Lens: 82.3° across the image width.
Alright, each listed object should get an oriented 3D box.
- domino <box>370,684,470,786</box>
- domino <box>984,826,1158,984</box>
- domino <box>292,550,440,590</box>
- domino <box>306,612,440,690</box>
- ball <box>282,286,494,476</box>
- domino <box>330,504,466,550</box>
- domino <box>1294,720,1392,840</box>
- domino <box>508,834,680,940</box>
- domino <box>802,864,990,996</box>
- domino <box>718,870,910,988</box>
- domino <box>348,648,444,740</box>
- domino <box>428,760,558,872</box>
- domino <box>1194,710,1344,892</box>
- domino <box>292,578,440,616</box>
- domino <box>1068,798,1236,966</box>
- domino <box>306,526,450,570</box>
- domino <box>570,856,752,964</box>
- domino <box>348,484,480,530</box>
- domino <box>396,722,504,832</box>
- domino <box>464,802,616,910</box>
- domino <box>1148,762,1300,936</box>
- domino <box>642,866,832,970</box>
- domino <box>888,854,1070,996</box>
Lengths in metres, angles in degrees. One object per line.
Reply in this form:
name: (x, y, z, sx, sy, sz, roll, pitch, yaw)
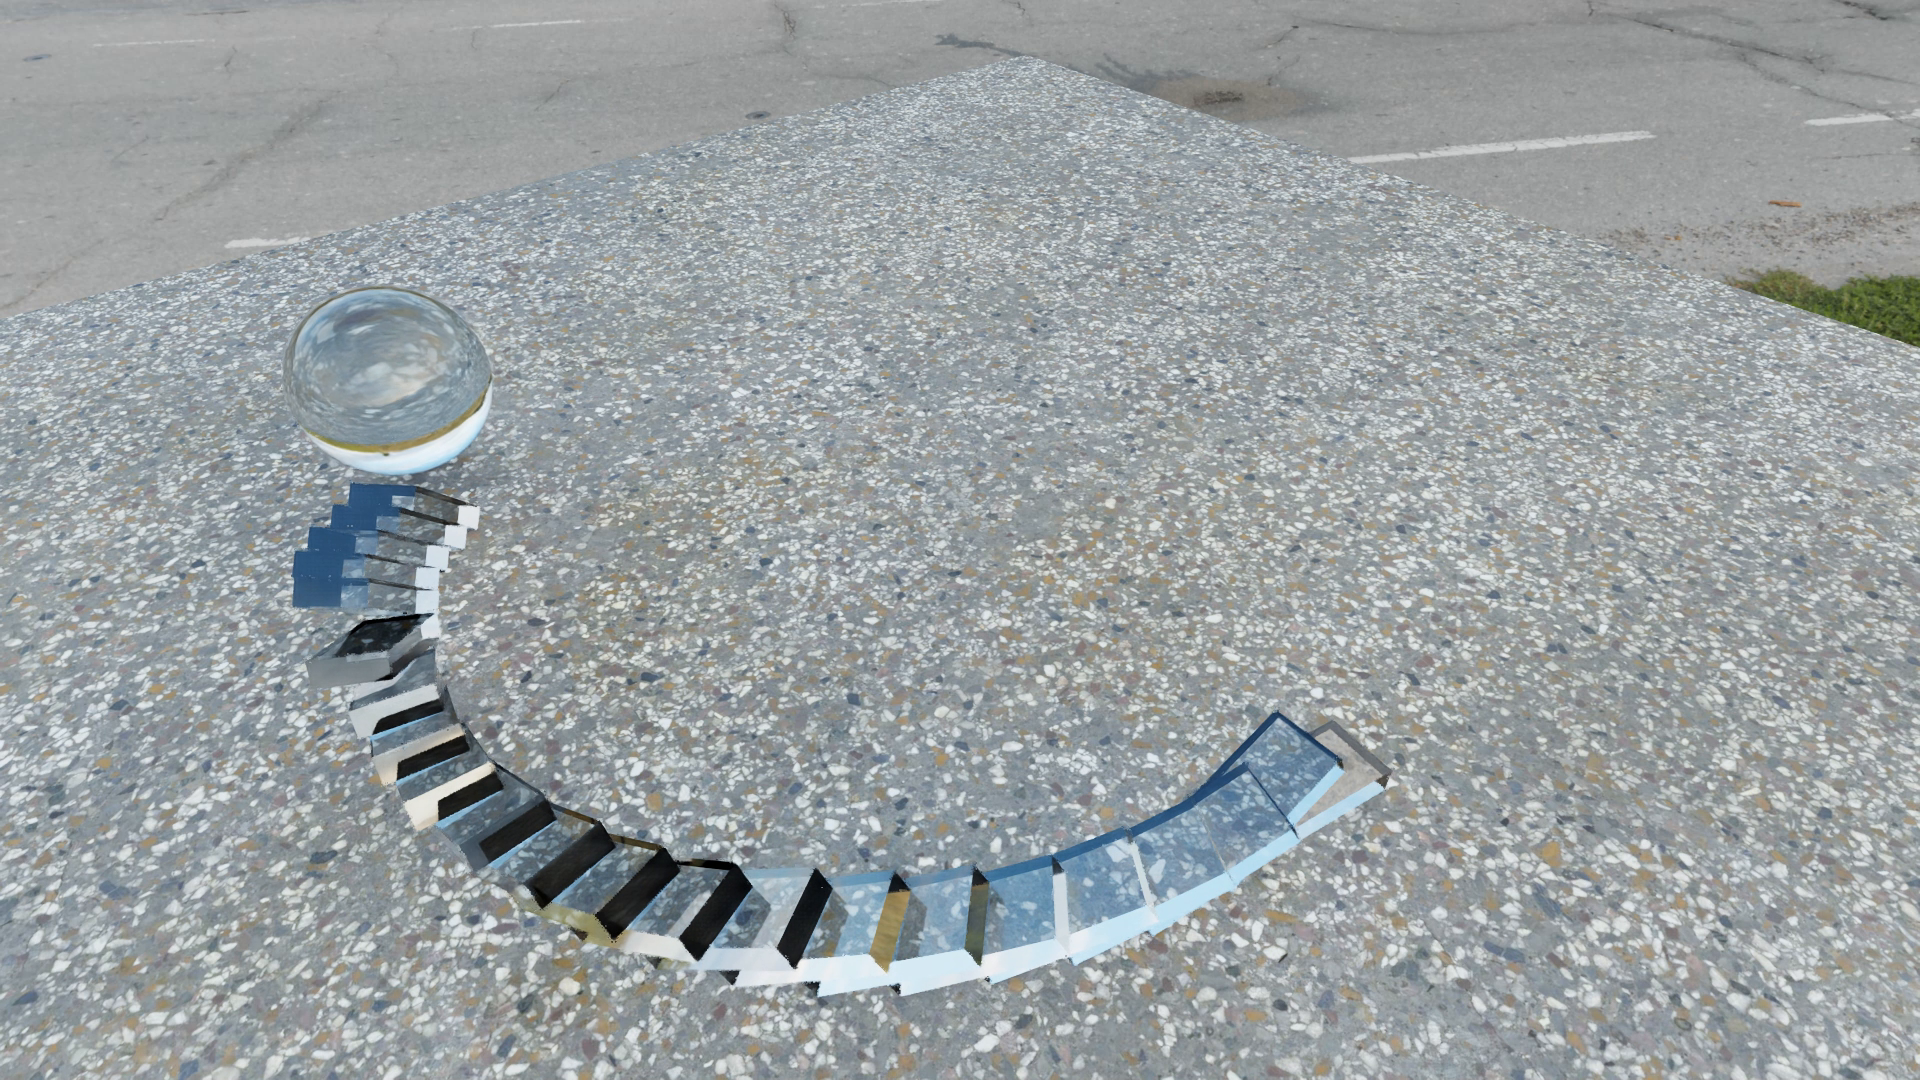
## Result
domino: (-0.173, 0.061, 0.351, 0.025, 0.009, 0.050, -22, 17, -25)
domino: (0.027, 0.101, 0.304, 0.050, 0.010, 0.025, -25, 38, 11)
domino: (-0.216, 0.012, 0.403, 0.025, 0.050, 0.010, 2, 83, 3)
domino: (-0.201, 0.037, 0.380, 0.025, 0.010, 0.050, -6, 12, -7)
ball: (-0.243, -0.068, 0.470, 0.080, 0.080, 0.080, 0, 39, 0)
domino: (-0.214, -0.005, 0.423, 0.025, 0.050, 0.009, 2, 83, 3)
domino: (0.109, 0.078, 0.348, 0.050, 0.009, 0.025, -21, 44, -24)
domino: (-0.104, 0.095, 0.310, 0.050, 0.009, 0.025, -4, 30, 41)
domino: (-0.018, 0.106, 0.297, 0.050, 0.009, 0.025, -19, 34, 21)
domino: (-0.040, 0.105, 0.298, 0.050, 0.010, 0.025, -15, 33, 26)
domino: (-0.186, 0.050, 0.365, 0.025, 0.010, 0.050, -19, 16, -21)
domino: (-0.142, 0.081, 0.327, 0.025, 0.010, 0.050, -33, 22, -33)
domino: (0.089, 0.078, 0.332, 0.050, 0.009, 0.025, -43, 49, -9)
domino: (-0.210, 0.021, 0.392, 0.025, 0.050, 0.009, 0, 83, 0)
domino: (0.049, 0.096, 0.309, 0.050, 0.009, 0.025, -29, 41, 7)
domino: (-0.217, 0.004, 0.413, 0.025, 0.050, 0.009, 2, 83, 3)
domino: (-0.084, 0.100, 0.304, 0.050, 0.010, 0.025, -8, 30, 36)
domino: (-0.214, -0.013, 0.433, 0.025, 0.050, 0.009, 2, 83, 3)
domino: (-0.159, 0.072, 0.339, 0.025, 0.009, 0.050, -26, 19, -28)
domino: (-0.124, 0.089, 0.318, 0.050, 0.009, 0.025, -1, 30, 45)
domino: (0.069, 0.089, 0.319, 0.050, 0.010, 0.025, -33, 44, 0)
domino: (-0.062, 0.103, 0.300, 0.050, 0.010, 0.025, -12, 32, 30)
domino: (0.004, 0.105, 0.299, 0.050, 0.009, 0.025, -20, 36, 17)
